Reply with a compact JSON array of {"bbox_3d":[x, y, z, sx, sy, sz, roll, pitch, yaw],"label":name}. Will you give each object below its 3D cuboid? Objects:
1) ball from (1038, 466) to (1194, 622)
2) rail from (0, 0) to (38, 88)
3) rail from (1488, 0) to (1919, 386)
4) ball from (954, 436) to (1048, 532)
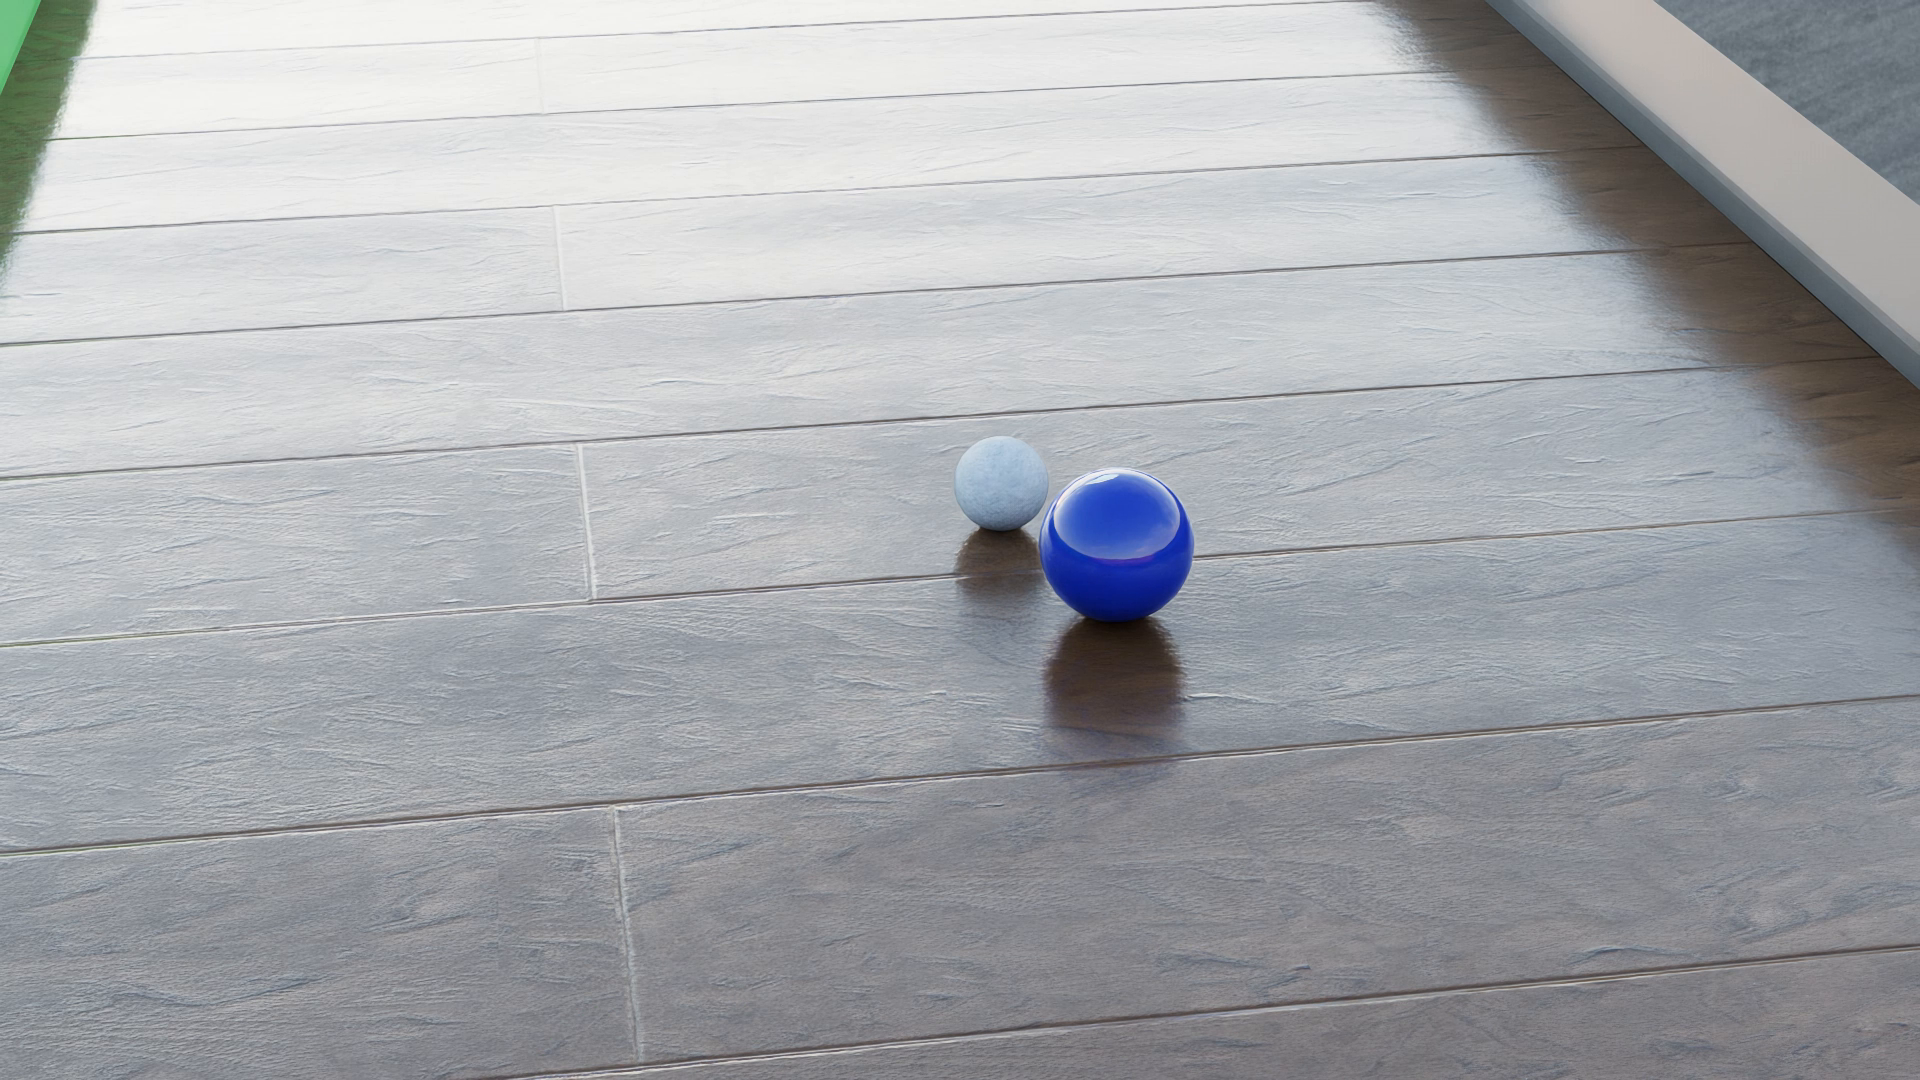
[{"bbox_3d":[0.099,0.003,1.862,0.099,0.099,0.099,0,27,0],"label":"ball"},{"bbox_3d":[-0.850,-0.306,2.444,0.045,0.128,3.039,-4,27,-8],"label":"rail"},{"bbox_3d":[0.614,-0.409,2.650,0.045,0.128,3.039,-4,27,-8],"label":"rail"},{"bbox_3d":[0.028,-0.038,1.983,0.064,0.064,0.064,0,27,0],"label":"ball"}]
